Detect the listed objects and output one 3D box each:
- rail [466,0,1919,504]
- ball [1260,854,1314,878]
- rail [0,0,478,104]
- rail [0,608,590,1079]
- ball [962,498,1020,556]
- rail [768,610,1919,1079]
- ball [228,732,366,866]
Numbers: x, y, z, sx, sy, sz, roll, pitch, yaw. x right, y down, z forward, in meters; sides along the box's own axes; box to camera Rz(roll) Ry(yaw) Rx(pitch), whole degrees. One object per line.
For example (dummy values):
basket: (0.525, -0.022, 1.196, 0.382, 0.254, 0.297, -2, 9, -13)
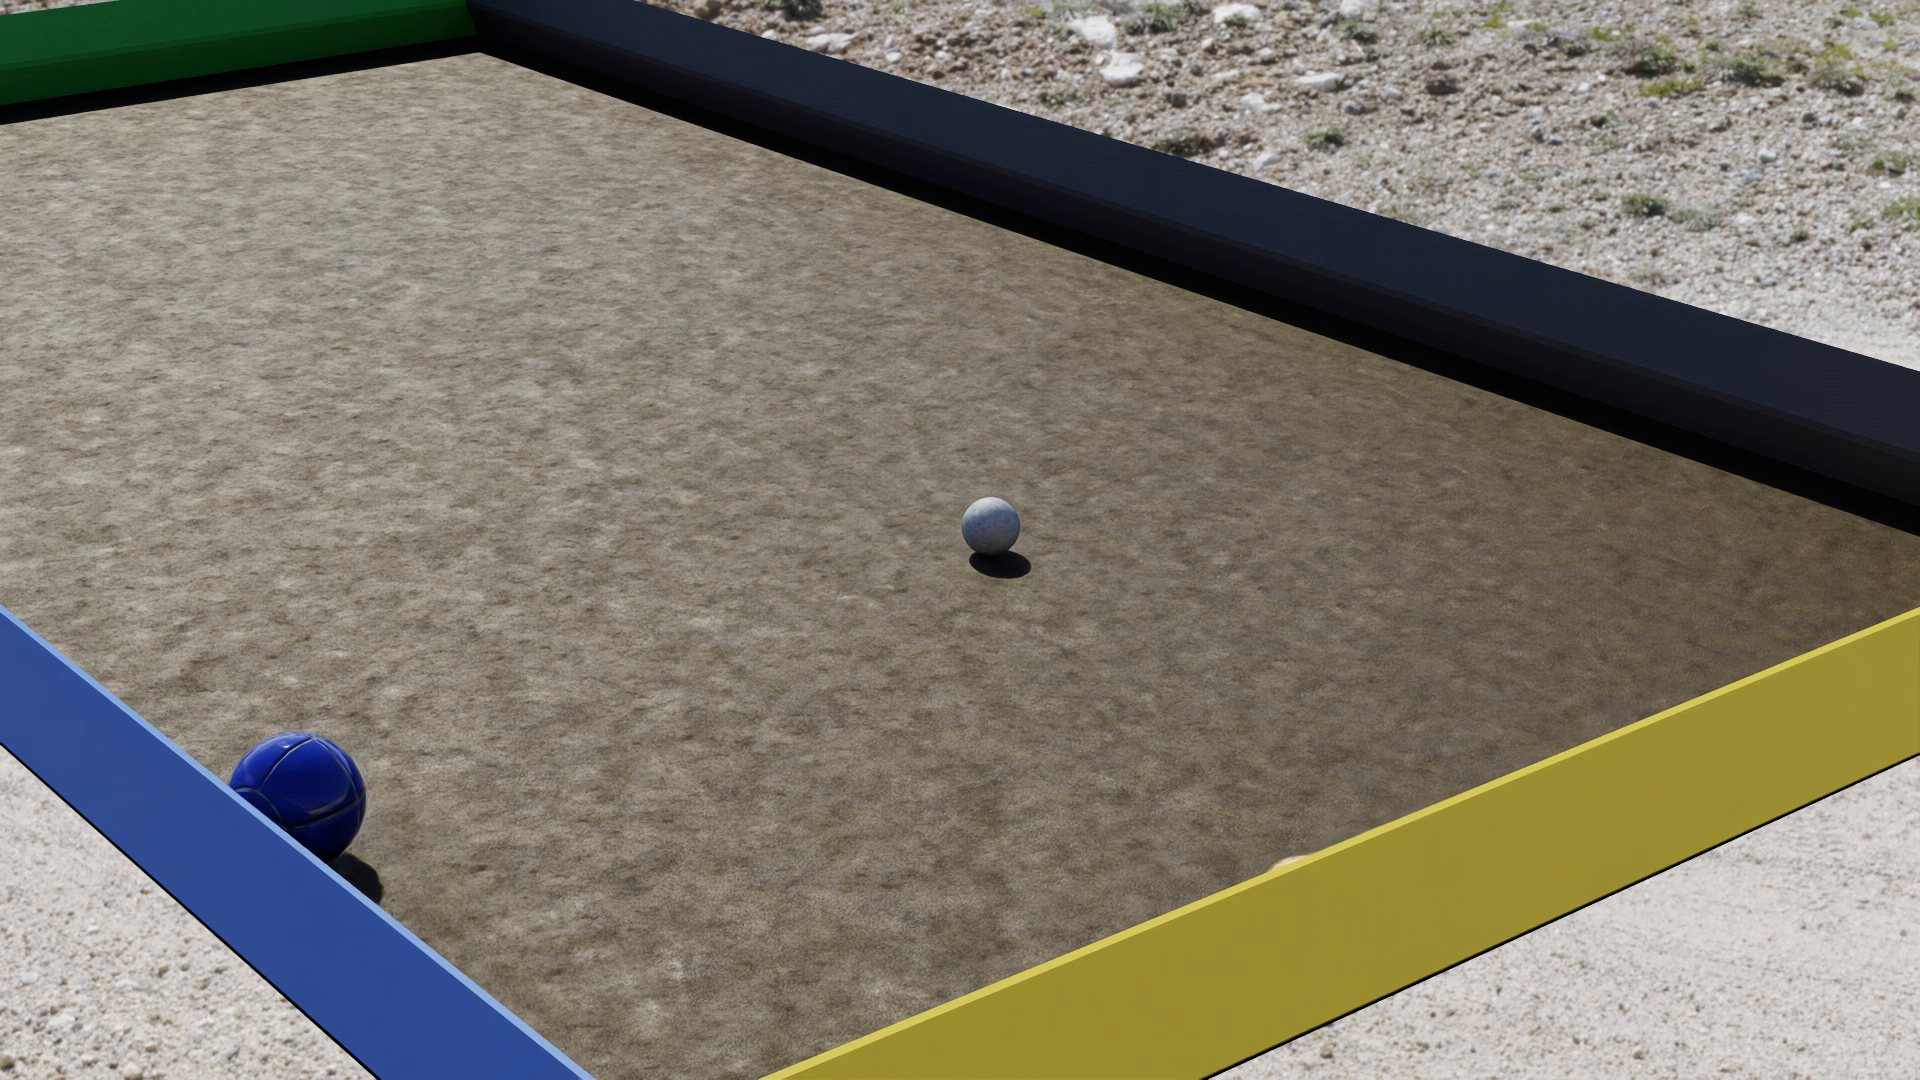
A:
rail: (0.141, -0.419, 3.493, 0.045, 0.123, 2.935, -16, 27, -35)
ball: (0.224, 0.239, 1.911, 0.070, 0.070, 0.070, 0, 22, 0)
rail: (-1.352, -0.663, 4.107, 1.569, 0.123, 0.045, -16, 27, -35)
rail: (-1.052, -0.071, 2.616, 0.045, 0.123, 2.935, -16, 27, -35)
ball: (0.027, -0.012, 2.569, 0.051, 0.051, 0.051, 0, 22, 0)
rail: (0.441, 0.173, 2.003, 1.569, 0.123, 0.045, -16, 27, -35)
ball: (-0.457, 0.180, 2.026, 0.095, 0.095, 0.095, 0, 22, 0)
